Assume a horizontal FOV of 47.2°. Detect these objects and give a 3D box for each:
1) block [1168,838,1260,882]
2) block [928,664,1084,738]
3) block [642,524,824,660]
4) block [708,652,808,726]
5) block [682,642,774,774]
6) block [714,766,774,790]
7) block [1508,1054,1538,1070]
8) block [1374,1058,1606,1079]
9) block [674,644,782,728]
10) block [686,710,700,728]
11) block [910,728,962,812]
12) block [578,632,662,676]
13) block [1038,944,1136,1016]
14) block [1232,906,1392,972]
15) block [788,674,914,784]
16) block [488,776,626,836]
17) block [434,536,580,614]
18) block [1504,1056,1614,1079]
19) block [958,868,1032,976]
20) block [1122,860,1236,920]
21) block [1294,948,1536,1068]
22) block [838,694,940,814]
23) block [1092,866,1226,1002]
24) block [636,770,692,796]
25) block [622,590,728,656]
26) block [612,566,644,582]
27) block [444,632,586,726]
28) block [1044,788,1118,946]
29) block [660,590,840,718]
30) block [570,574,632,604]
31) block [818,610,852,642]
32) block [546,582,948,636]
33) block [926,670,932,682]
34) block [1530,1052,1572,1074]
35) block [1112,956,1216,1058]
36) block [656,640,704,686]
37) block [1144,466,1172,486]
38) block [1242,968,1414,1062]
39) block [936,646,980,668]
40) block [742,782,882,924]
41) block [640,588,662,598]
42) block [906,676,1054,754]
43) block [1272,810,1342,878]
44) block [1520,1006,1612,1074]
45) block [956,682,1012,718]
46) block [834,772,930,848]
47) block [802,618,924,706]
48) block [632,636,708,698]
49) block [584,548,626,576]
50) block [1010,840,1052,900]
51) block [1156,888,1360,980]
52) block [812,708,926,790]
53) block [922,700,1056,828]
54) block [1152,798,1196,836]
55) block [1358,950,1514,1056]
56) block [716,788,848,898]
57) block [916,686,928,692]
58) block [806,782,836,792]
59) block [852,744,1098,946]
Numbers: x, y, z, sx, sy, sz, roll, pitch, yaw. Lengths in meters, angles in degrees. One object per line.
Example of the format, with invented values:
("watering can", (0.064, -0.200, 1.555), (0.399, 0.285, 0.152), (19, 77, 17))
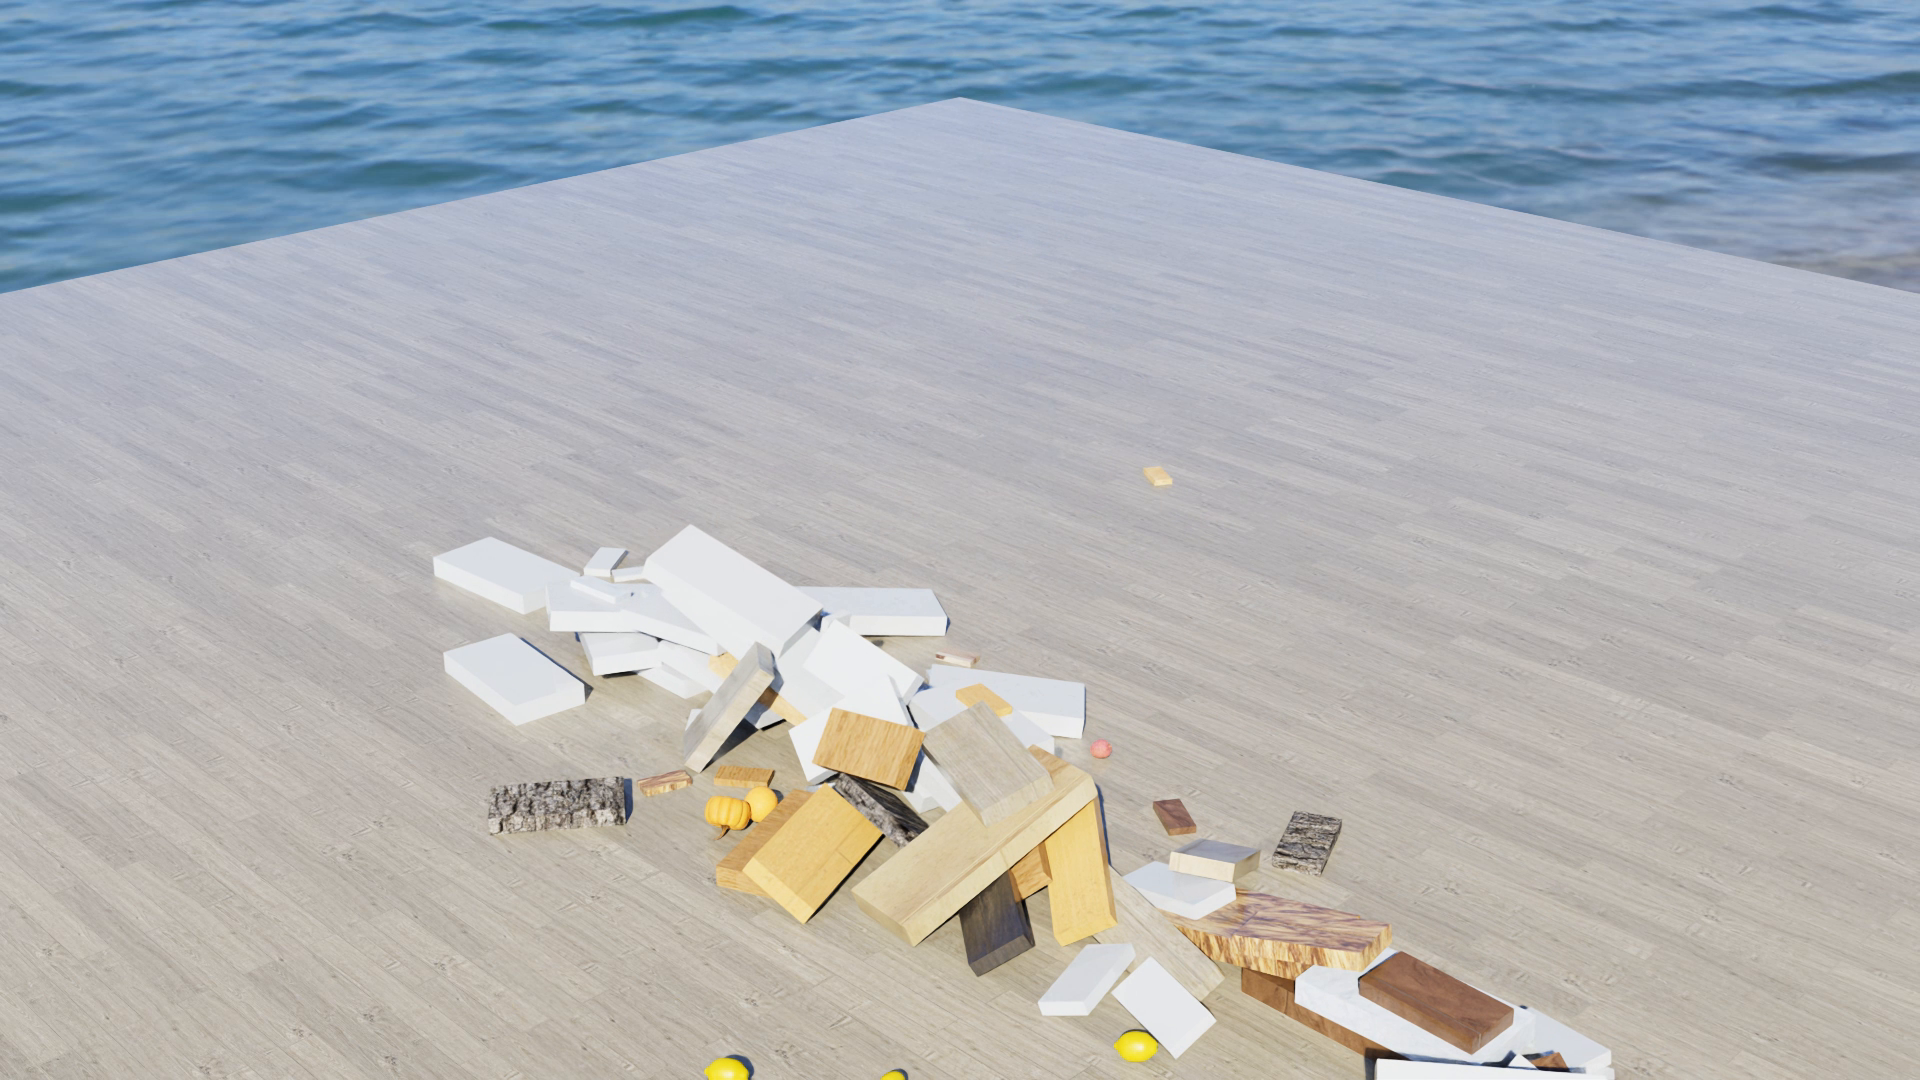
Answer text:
("block", (0.485, 0.606, 4.171), (0.121, 0.034, 0.242), (8, 1, 19))
("block", (0.100, 0.352, 4.818), (0.341, 0.048, 0.171), (7, 23, 0))
("block", (-0.493, 0.110, 4.777), (0.356, 0.050, 0.178), (31, 35, 11))
("block", (-0.392, 0.306, 4.784), (0.289, 0.041, 0.144), (30, 34, 26))
("block", (-0.489, 0.351, 4.632), (0.038, 0.268, 0.134), (34, 14, -20))
("block", (-0.449, 0.494, 4.577), (0.113, 0.016, 0.057), (4, 23, 9))
("block", (0.928, 0.905, 3.471), (0.181, 0.026, 0.090), (39, 56, 20))
("block", (0.823, 0.913, 3.417), (0.350, 0.050, 0.175), (3, 63, 7))
("block", (-0.481, 0.302, 4.838), (0.289, 0.041, 0.144), (34, 36, 32))
("block", (-0.570, 0.397, 4.808), (0.046, 0.013, 0.093), (1, 23, 2))
("block", (0.023, 0.490, 4.437), (0.159, 0.045, 0.319), (-18, 45, -36))
("block", (-0.795, 0.218, 5.080), (0.154, 0.044, 0.308), (-7, 24, -16))
("block", (0.224, 0.770, 3.859), (0.095, 0.027, 0.189), (-9, 18, 35))
("block", (0.604, 0.684, 3.777), (0.242, 0.034, 0.121), (1, 17, 37))
("block", (-0.223, 0.388, 4.503), (0.243, 0.034, 0.122), (-30, 61, 12))
("block", (-0.814, 0.537, 4.447), (0.268, 0.038, 0.134), (-4, 23, -8))
("block", (-1.132, 0.086, 5.494), (0.356, 0.050, 0.178), (19, 29, 37))
("block", (0.973, 0.880, 3.623), (0.181, 0.026, 0.090), (9, 23, 39))
("block", (0.059, 0.694, 4.011), (0.113, 0.032, 0.226), (-31, 24, 7))
("block", (0.398, 0.647, 4.069), (0.104, 0.030, 0.209), (-19, 17, -36))
("block", (0.763, 0.788, 3.700), (0.356, 0.050, 0.178), (21, 33, 40))
("block", (-0.104, 0.421, 4.568), (0.159, 0.045, 0.319), (-16, 48, -34))
("block", (0.322, 0.716, 3.958), (0.114, 0.032, 0.396), (-42, 34, -7))
("block", (-0.613, 0.503, 4.557), (0.101, 0.014, 0.050), (-12, 26, -26))
("block", (-0.598, 0.181, 4.895), (0.289, 0.041, 0.144), (15, 26, 34))
("block", (-0.828, 0.085, 5.543), (0.093, 0.013, 0.046), (-7, 24, -17))
("block", (-1.009, 0.311, 4.966), (0.171, 0.048, 0.341), (-17, 28, -35))
("block", (0.219, 0.601, 4.127), (0.113, 0.032, 0.351), (-24, 36, 14))
("block", (-0.393, 0.229, 4.765), (0.539, 0.050, 0.178), (38, 37, 20))
("block", (-0.832, 0.113, 5.095), (0.135, 0.016, 0.057), (19, 24, 28))
("block", (-0.272, 0.219, 4.683), (0.019, 0.136, 0.068), (31, 34, 32))
("block", (-0.499, 0.162, 5.168), (0.925, 0.048, 0.171), (1, 21, -15))
("block", (-0.036, 0.318, 4.968), (0.061, 0.017, 0.122), (-4, 16, -10))
("block", (0.882, 0.905, 3.502), (0.228, 0.032, 0.114), (-13, 56, -19))
("block", (0.348, 0.801, 3.777), (0.095, 0.027, 0.189), (-41, 34, -8))
("block", (-0.511, 0.288, 4.934), (0.308, 0.044, 0.154), (28, 33, 24))
("block", (0.554, -0.180, 6.167), (0.050, 0.014, 0.101), (-6, 24, -13))
("block", (0.685, 0.799, 3.812), (0.178, 0.050, 0.356), (-21, 31, -40))
("block", (-0.005, 0.271, 5.106), (0.093, 0.013, 0.046), (12, 26, 27))
("block", (-0.278, 0.595, 4.202), (0.152, 0.043, 0.303), (40, 32, 4))
("block", (-0.693, 0.138, 5.079), (0.050, 0.014, 0.101), (-6, 24, -31))
("block", (0.039, 0.379, 4.465), (0.159, 0.045, 0.319), (-14, 27, -27))
("block", (0.684, 0.595, 4.323), (0.095, 0.027, 0.189), (9, 25, 20))
("block", (0.983, 0.840, 3.660), (0.090, 0.026, 0.181), (-16, 20, -27))
("block", (0.049, 0.331, 4.496), (0.061, 0.017, 0.122), (-14, 27, -27))
("block", (-0.129, 0.549, 4.326), (0.134, 0.038, 0.268), (29, 3, -38))
("block", (-0.202, 0.276, 4.578), (0.243, 0.122, 0.034), (32, -5, 31))
("block", (-0.668, 0.272, 5.064), (0.154, 0.044, 0.308), (-21, 31, -40))
("block", (-0.904, 0.056, 5.605), (0.068, 0.019, 0.136), (4, 23, 9))
("block", (0.106, 0.589, 4.190), (0.113, 0.032, 0.226), (-34, 33, 16))
("block", (0.522, 0.699, 3.950), (0.178, 0.050, 0.356), (-21, 18, -41))
("block", (-0.184, 0.416, 4.394), (0.243, 0.122, 0.034), (9, -15, 45))
("block", (0.048, 0.430, 4.251), (0.152, 0.043, 0.303), (-28, 32, -11))
("block", (0.432, 0.558, 4.426), (0.056, 0.016, 0.112), (-5, 23, -11))
("block", (0.789, 0.766, 3.648), (0.114, 0.032, 0.228), (-22, 32, -37))
("block", (-0.331, 0.594, 4.306), (0.152, 0.043, 0.325), (9, 25, 21))
("block", (-0.036, 0.357, 4.854), (0.122, 0.017, 0.061), (21, 24, 29))
("block", (-0.273, 0.505, 4.484), (0.056, 0.016, 0.112), (-8, -4, -19))
("block", (0.029, 0.568, 4.141), (0.468, 0.050, 0.175), (-36, 35, -23))
